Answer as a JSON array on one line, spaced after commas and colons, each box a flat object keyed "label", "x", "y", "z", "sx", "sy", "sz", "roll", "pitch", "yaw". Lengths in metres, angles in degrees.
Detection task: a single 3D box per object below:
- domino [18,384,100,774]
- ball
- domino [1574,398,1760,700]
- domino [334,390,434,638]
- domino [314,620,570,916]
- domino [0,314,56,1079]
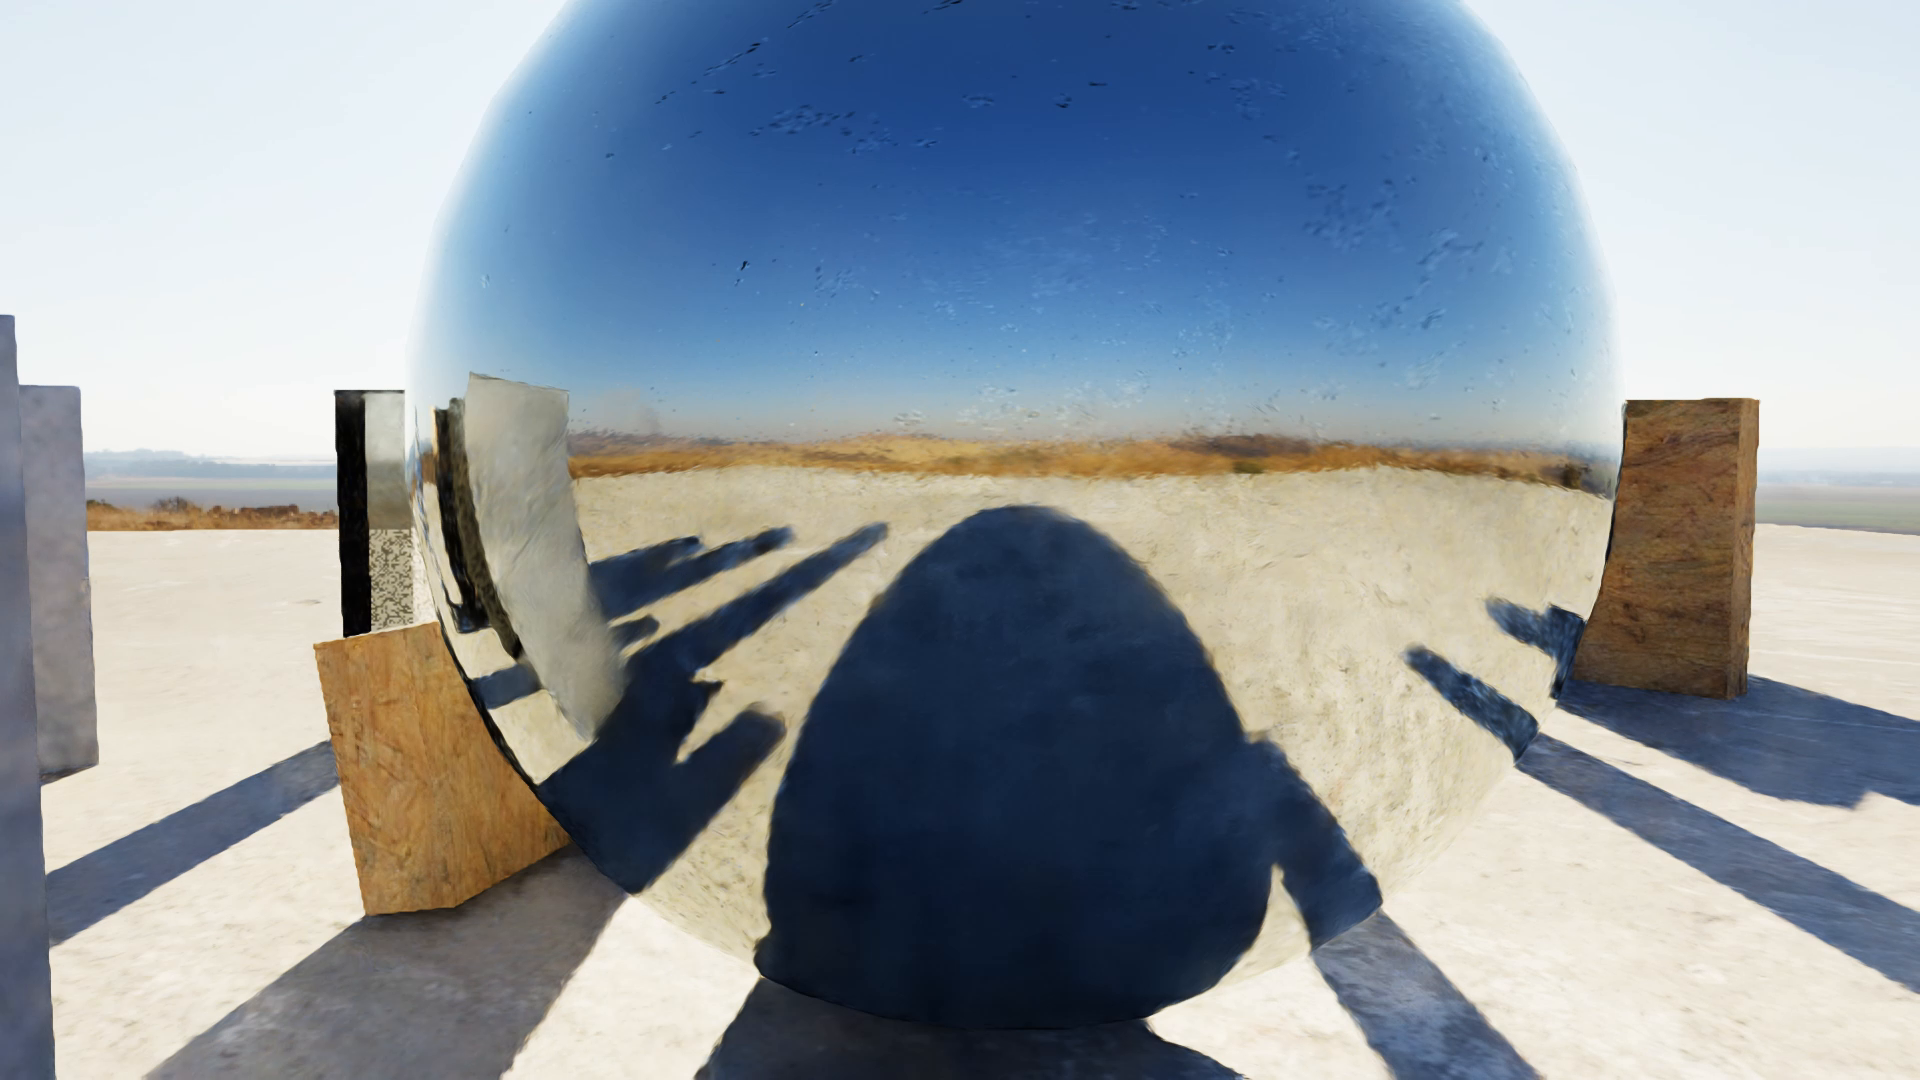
[{"label": "domino", "x": -0.127, "y": 0.005, "z": 0.174, "sx": 0.025, "sy": 0.050, "sz": 0.009, "roll": 4, "pitch": 6, "yaw": 44}, {"label": "ball", "x": 0.003, "y": -0.007, "z": 0.093, "sx": 0.080, "sy": 0.080, "sz": 0.080, "roll": 0, "pitch": 4, "yaw": 0}, {"label": "domino", "x": 0.123, "y": 0.001, "z": 0.224, "sx": 0.010, "sy": 0.050, "sz": 0.025, "roll": -4, "pitch": 6, "yaw": -41}, {"label": "domino", "x": -0.085, "y": 0.003, "z": 0.193, "sx": 0.010, "sy": 0.050, "sz": 0.025, "roll": -1, "pitch": 4, "yaw": -11}, {"label": "domino", "x": -0.045, "y": 0.019, "z": 0.138, "sx": 0.009, "sy": 0.025, "sz": 0.050, "roll": -10, "pitch": 2, "yaw": 15}, {"label": "domino", "x": -0.064, "y": 0.013, "z": 0.067, "sx": 0.010, "sy": 0.050, "sz": 0.025, "roll": 2, "pitch": 5, "yaw": 21}]
